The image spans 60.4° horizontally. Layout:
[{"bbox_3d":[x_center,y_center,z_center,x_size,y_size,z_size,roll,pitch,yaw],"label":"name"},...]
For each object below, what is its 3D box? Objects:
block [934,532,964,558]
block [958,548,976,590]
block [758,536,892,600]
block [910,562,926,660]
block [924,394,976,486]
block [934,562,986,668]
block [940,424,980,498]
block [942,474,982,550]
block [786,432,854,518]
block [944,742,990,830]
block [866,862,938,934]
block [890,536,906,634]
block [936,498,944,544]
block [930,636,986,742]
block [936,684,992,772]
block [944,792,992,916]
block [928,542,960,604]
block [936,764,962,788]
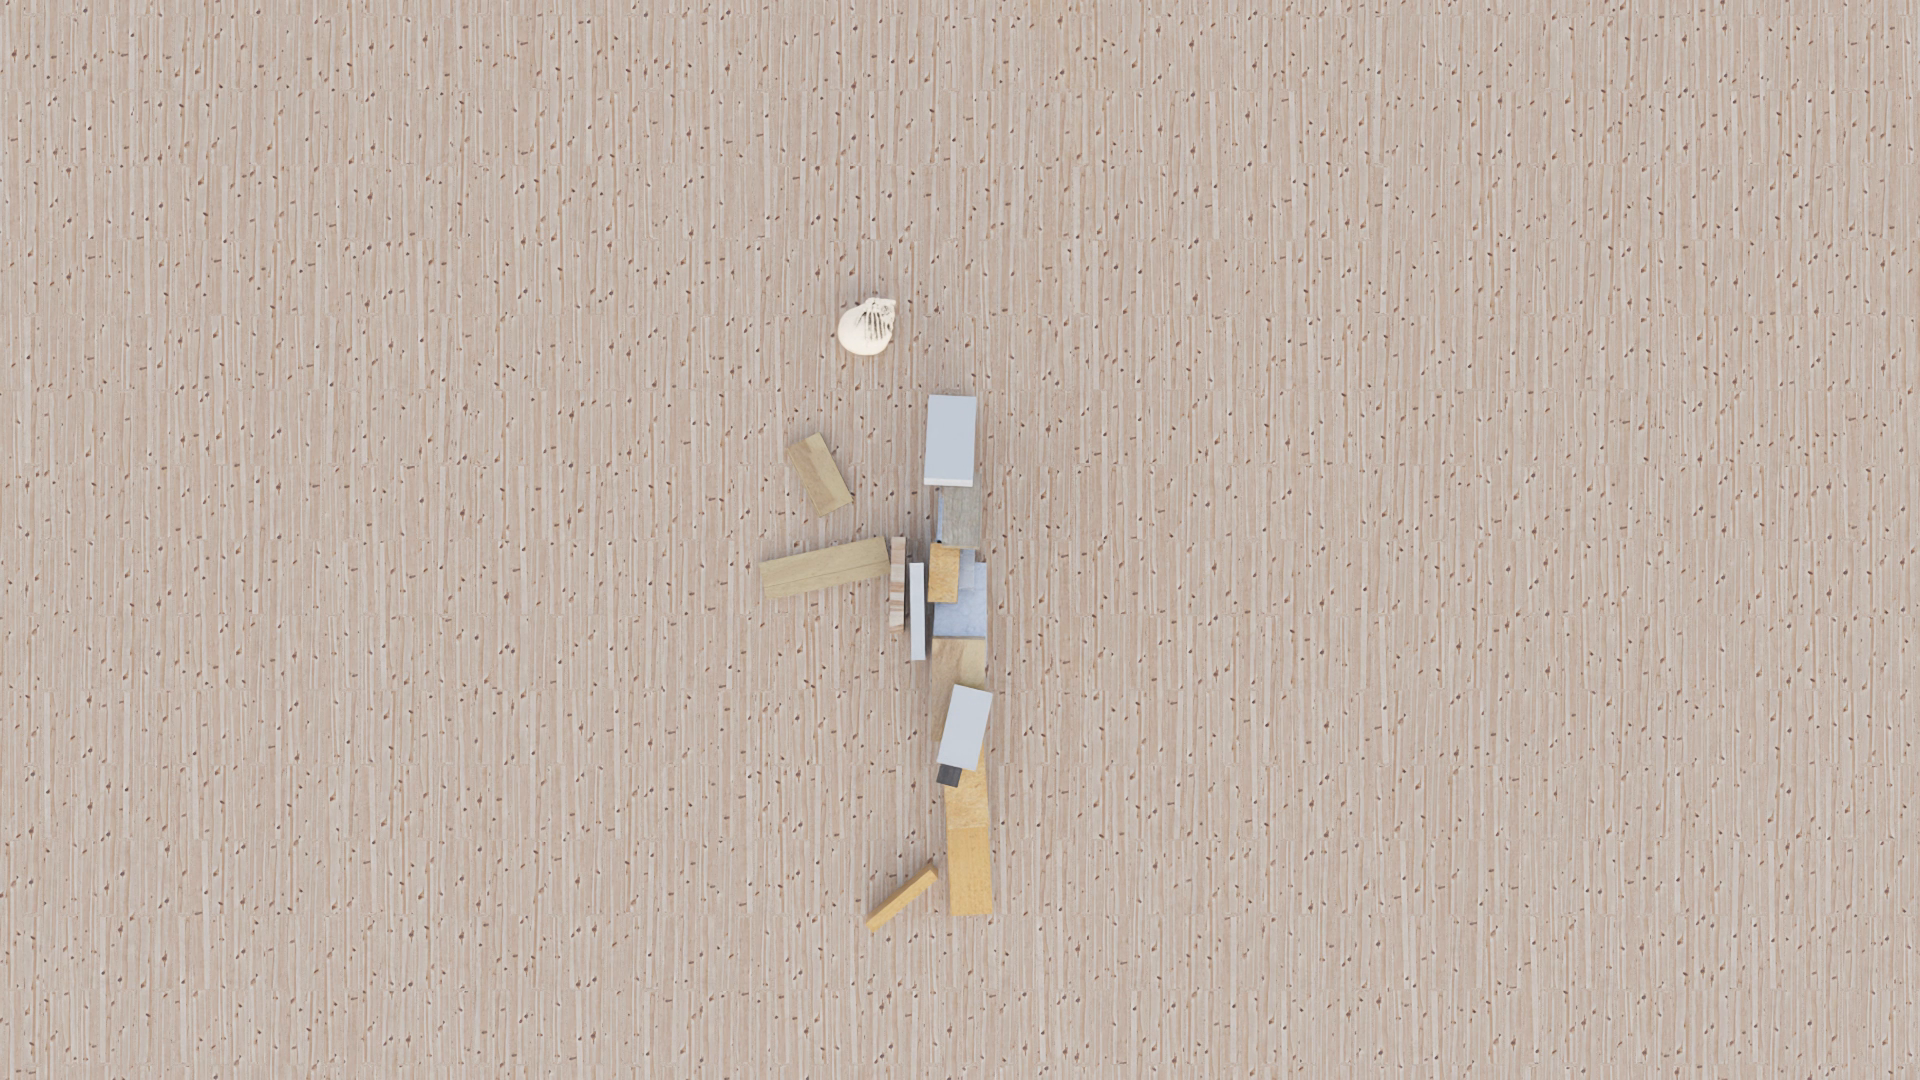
[{"bbox_3d":[-0.023,-0.045,5.452,0.096,0.027,0.192,10,70,3],"label":"block"},{"bbox_3d":[0.001,0.067,5.441,0.096,0.027,0.192,2,70,1],"label":"block"},{"bbox_3d":[-0.446,0.093,5.482,0.425,0.036,0.127,-12,90,0],"label":"block"},{"bbox_3d":[-0.138,0.231,5.421,0.044,0.157,0.314,-1,90,0],"label":"block"},{"bbox_3d":[-0.031,-0.327,5.411,0.157,0.044,0.314,3,64,0],"label":"block"},{"bbox_3d":[0.002,0.246,5.432,0.171,0.048,0.342,0,75,0],"label":"block"},{"bbox_3d":[0.001,-0.262,5.450,0.124,0.035,0.248,1,75,0],"label":"block"},{"bbox_3d":[0.006,-0.095,5.368,0.124,0.035,0.248,2,75,0],"label":"block"},{"bbox_3d":[-0.466,-0.216,5.482,0.127,0.036,0.254,-26,90,0],"label":"block"},{"bbox_3d":[0.018,0.808,5.441,0.138,0.039,0.276,-4,90,0],"label":"block"},{"bbox_3d":[-0.190,1.175,5.431,0.276,0.138,0.039,-40,90,0],"label":"block"},{"bbox_3d":[-0.203,0.147,5.421,0.044,0.157,0.314,1,90,0],"label":"block"},{"bbox_3d":[-0.008,-0.108,5.442,0.124,0.035,0.248,3,70,0],"label":"block"},{"bbox_3d":[-0.007,0.483,5.353,0.171,0.048,0.342,1,100,0],"label":"block"},{"bbox_3d":[0.015,0.602,5.286,0.127,0.036,0.254,13,79,-2],"label":"block"},{"bbox_3d":[0.025,0.962,5.480,0.138,0.039,0.559,-3,90,0],"label":"block"},{"bbox_3d":[-0.052,0.108,5.387,0.096,0.027,0.192,3,84,2],"label":"block"},{"bbox_3d":[-0.025,0.718,5.303,0.071,0.020,0.142,15,89,-2],"label":"block"}]
